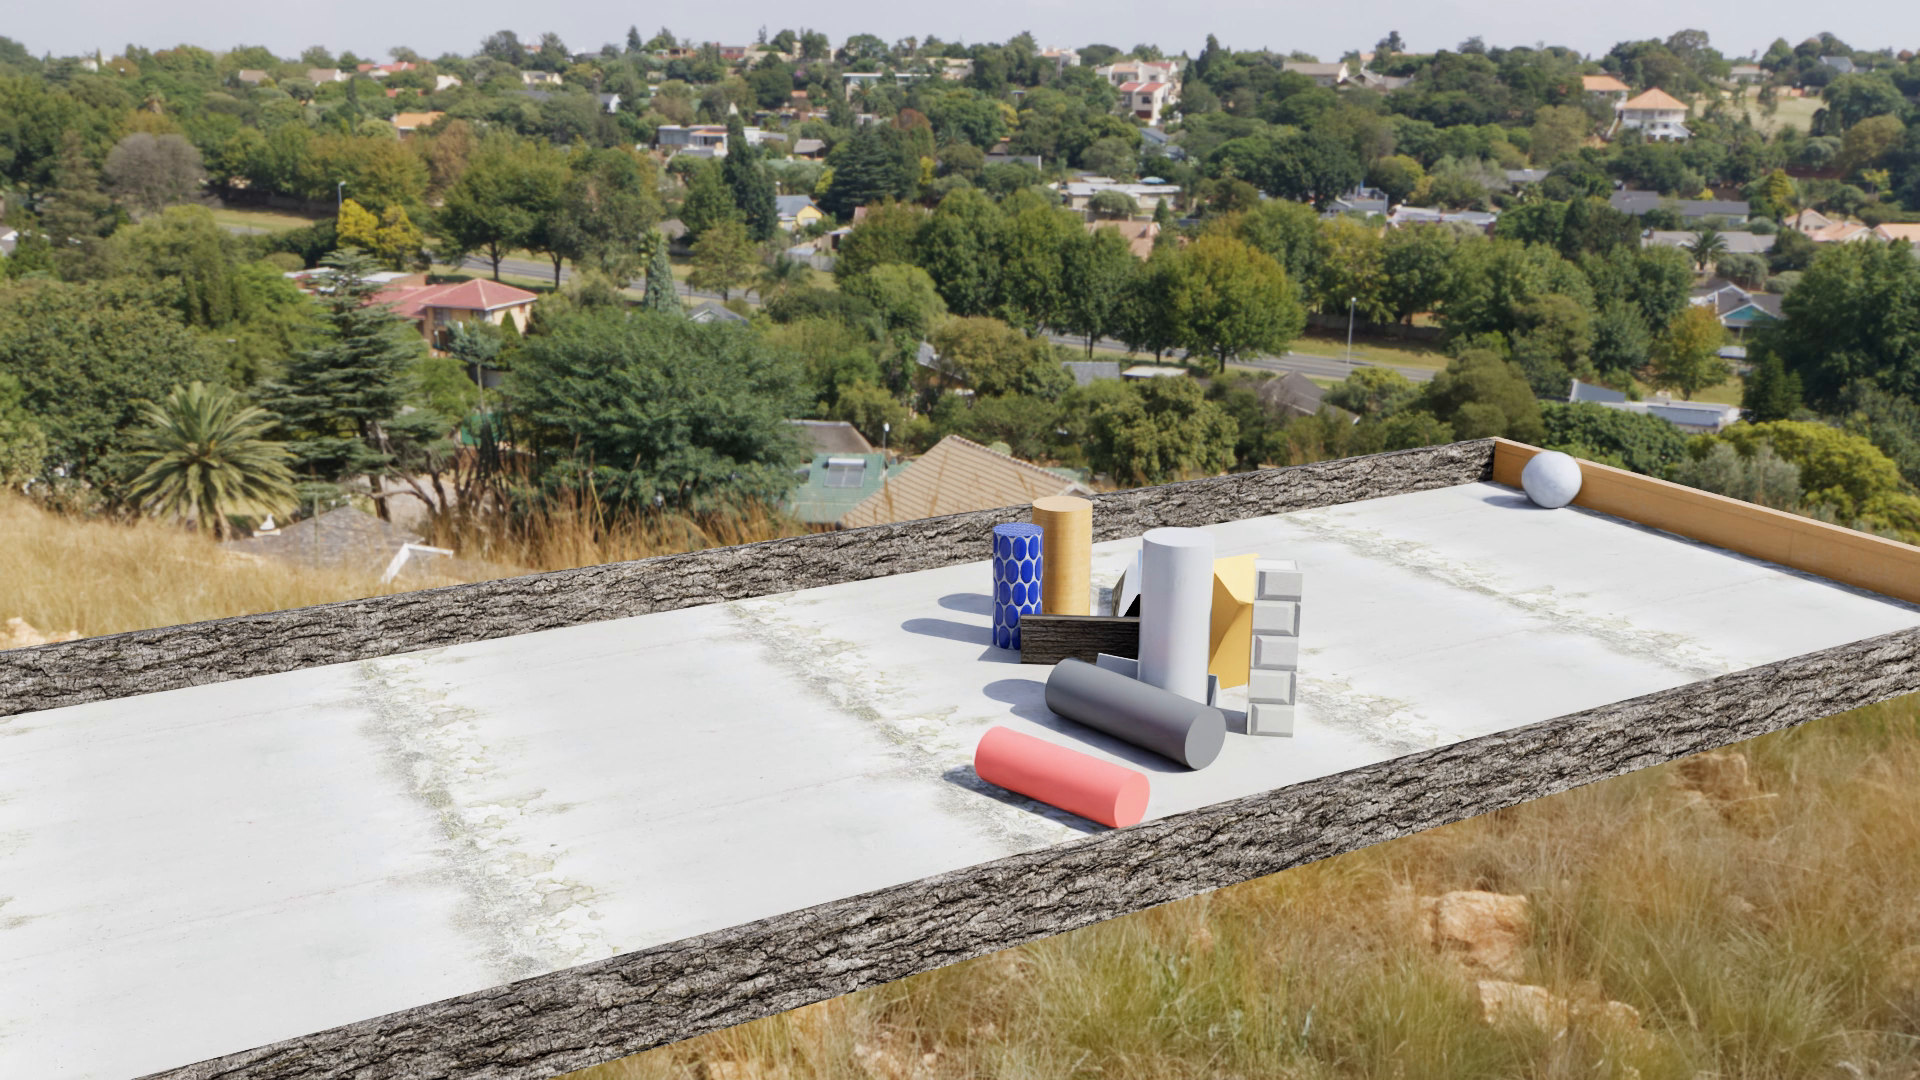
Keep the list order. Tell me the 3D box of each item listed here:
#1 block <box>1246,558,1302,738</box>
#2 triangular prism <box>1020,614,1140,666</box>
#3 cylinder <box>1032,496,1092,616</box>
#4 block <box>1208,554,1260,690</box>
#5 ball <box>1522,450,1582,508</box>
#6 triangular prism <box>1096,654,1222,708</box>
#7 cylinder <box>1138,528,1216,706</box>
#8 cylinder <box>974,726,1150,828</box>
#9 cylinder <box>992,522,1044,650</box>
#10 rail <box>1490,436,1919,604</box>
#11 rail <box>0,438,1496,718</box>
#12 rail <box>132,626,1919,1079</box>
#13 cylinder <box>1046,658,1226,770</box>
[{"bbox_3d":[0.723,0.248,3.803,0.104,0.398,0.104,2,17,8],"label":"block"},{"bbox_3d":[0.371,0.232,4.231,0.429,0.123,0.142,1,60,4],"label":"triangular prism"},{"bbox_3d":[0.282,0.058,4.573,0.165,0.329,0.165,0,16,0],"label":"cylinder"},{"bbox_3d":[0.653,0.205,4.040,0.154,0.308,0.154,-7,45,-28],"label":"block"},{"bbox_3d":[2.051,-0.212,5.724,0.198,0.198,0.198,0,16,0],"label":"ball"},{"bbox_3d":[0.482,0.342,4.044,0.312,0.079,0.091,9,18,28],"label":"triangular prism"},{"bbox_3d":[0.500,0.209,3.839,0.166,0.451,0.166,0,16,0],"label":"cylinder"},{"bbox_3d":[0.210,0.495,3.450,0.369,0.123,0.123,14,21,39],"label":"cylinder"},{"bbox_3d":[0.153,0.123,4.382,0.133,0.313,0.133,0,16,0],"label":"cylinder"},{"bbox_3d":[2.466,-0.048,5.253,0.050,0.150,2.100,-9,18,-27],"label":"rail"},{"bbox_3d":[-3.305,0.497,3.399,12.000,0.150,0.050,-9,18,-27],"label":"rail"},{"bbox_3d":[-2.336,1.006,1.665,12.000,0.150,0.050,-9,18,-27],"label":"rail"},{"bbox_3d":[0.395,0.392,3.772,0.140,0.140,0.427,-14,22,-40],"label":"cylinder"}]
